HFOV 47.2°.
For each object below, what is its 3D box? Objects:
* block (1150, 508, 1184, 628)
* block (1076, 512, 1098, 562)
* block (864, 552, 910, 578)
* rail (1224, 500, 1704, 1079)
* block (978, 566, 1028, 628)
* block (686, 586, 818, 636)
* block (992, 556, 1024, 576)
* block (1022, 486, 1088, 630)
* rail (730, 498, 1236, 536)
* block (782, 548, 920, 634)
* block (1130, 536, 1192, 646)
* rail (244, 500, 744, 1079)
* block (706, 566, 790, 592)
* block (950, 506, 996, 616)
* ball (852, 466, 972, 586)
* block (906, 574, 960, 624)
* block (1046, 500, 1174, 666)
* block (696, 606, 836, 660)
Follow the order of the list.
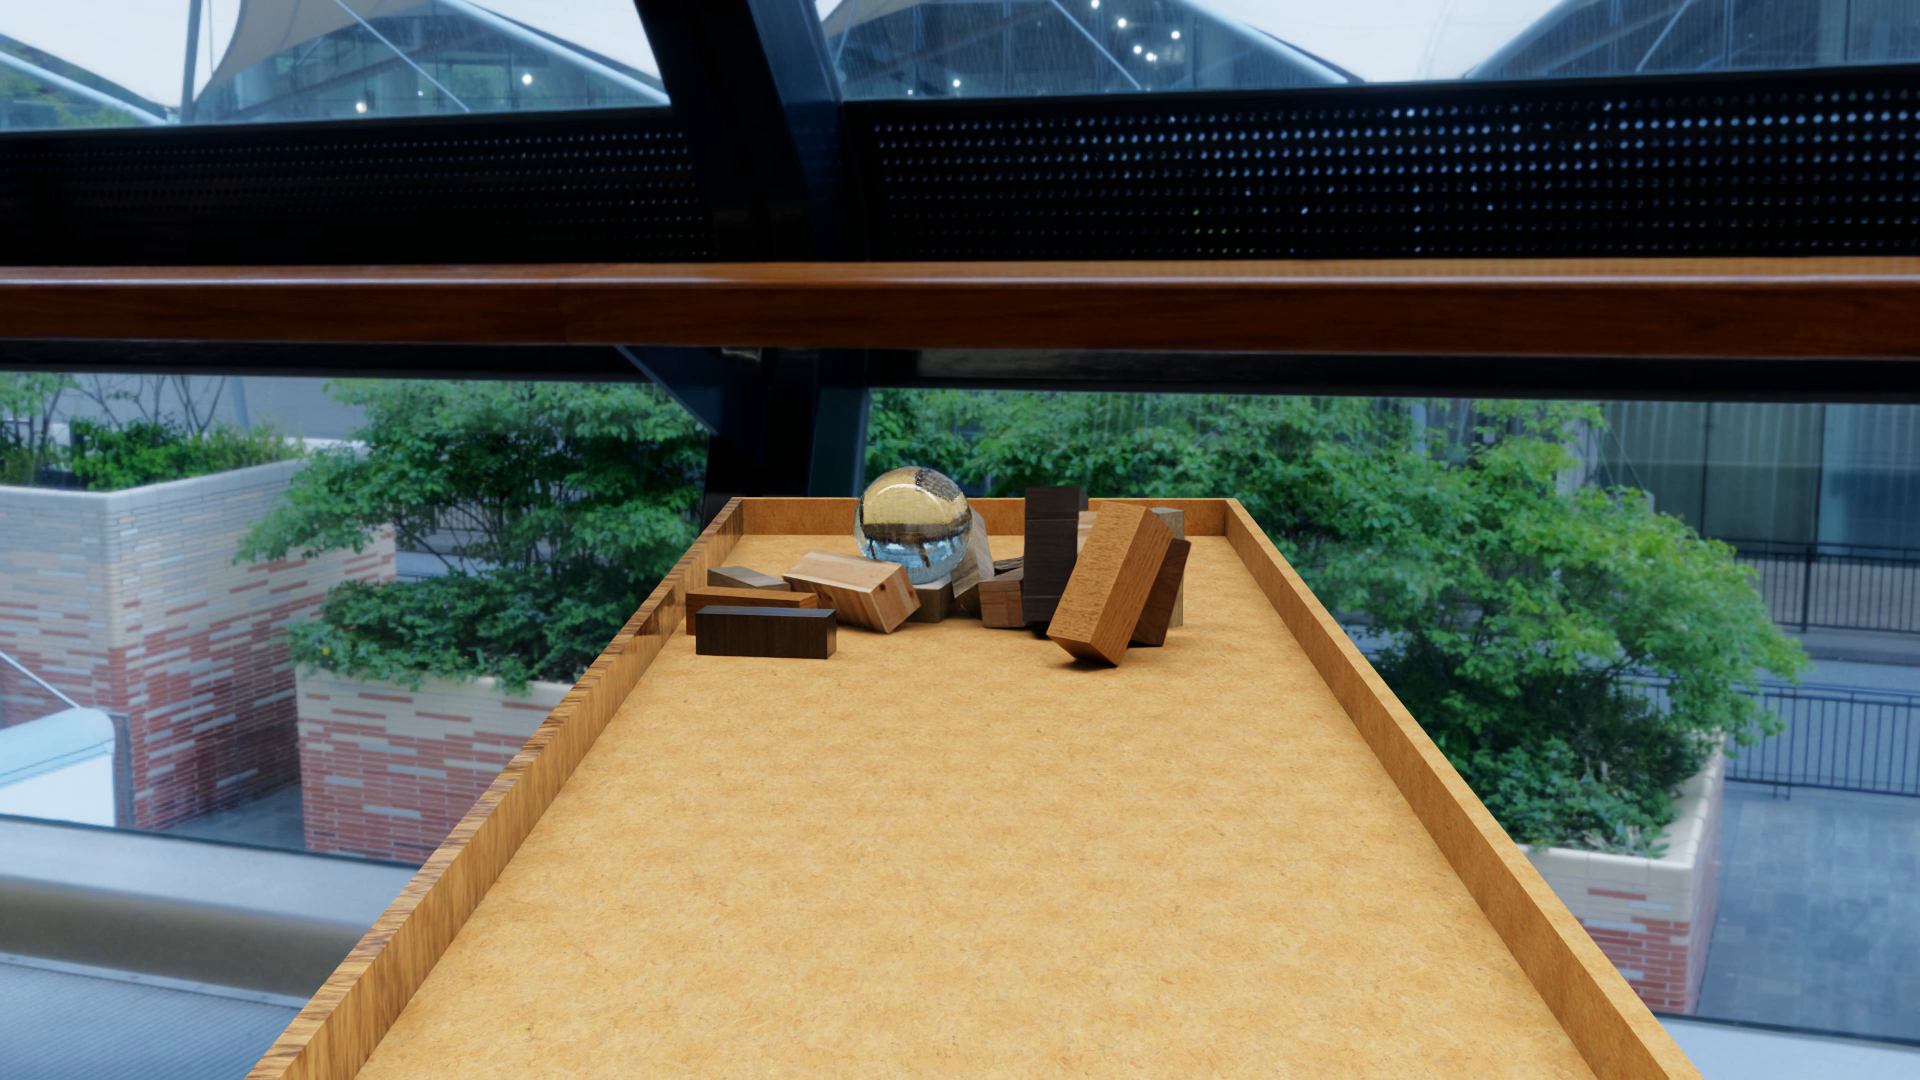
[{"bbox_3d":[0.656,0.092,7.207,0.108,0.383,0.108,-7,11,-36],"label":"block"},{"bbox_3d":[0.420,0.127,6.883,0.106,0.439,0.106,0,-29,9],"label":"block"},{"bbox_3d":[-0.273,0.144,7.640,0.144,0.144,0.415,1,9,7],"label":"block"},{"bbox_3d":[1.046,0.843,3.208,0.050,0.150,12.000,0,9,1],"label":"rail"},{"bbox_3d":[0.213,0.185,7.300,0.152,0.152,0.340,-3,7,28],"label":"block"},{"bbox_3d":[-0.670,0.239,7.066,0.400,0.137,0.137,3,10,20],"label":"block"},{"bbox_3d":[0.215,0.145,7.642,0.328,0.142,0.142,-8,12,-43],"label":"block"},{"bbox_3d":[0.310,0.059,7.106,0.176,0.438,0.176,-1,-11,13],"label":"block"},{"bbox_3d":[0.099,-0.098,9.147,2.100,0.150,0.050,0,9,1],"label":"rail"},{"bbox_3d":[-0.362,0.166,7.255,0.454,0.164,0.164,10,41,47],"label":"block"},{"bbox_3d":[0.573,0.137,6.940,0.180,0.341,0.180,14,5,-16],"label":"block"},{"bbox_3d":[-1.004,0.839,3.234,0.050,0.150,12.000,0,9,1],"label":"rail"},{"bbox_3d":[-0.718,0.183,7.456,0.125,0.125,0.399,-5,10,-30],"label":"block"},{"bbox_3d":[0.033,0.059,7.512,0.110,0.110,0.450,-34,35,17],"label":"block"},{"bbox_3d":[-0.156,-0.048,7.311,0.399,0.399,0.399,0,9,0],"label":"ball"},{"bbox_3d":[-0.089,0.195,7.417,0.114,0.114,0.302,2,9,14],"label":"block"},{"bbox_3d":[0.456,0.131,6.661,0.170,0.460,0.170,9,-22,42],"label":"block"},{"bbox_3d":[-0.599,0.284,6.795,0.414,0.131,0.131,1,9,9],"label":"block"}]
